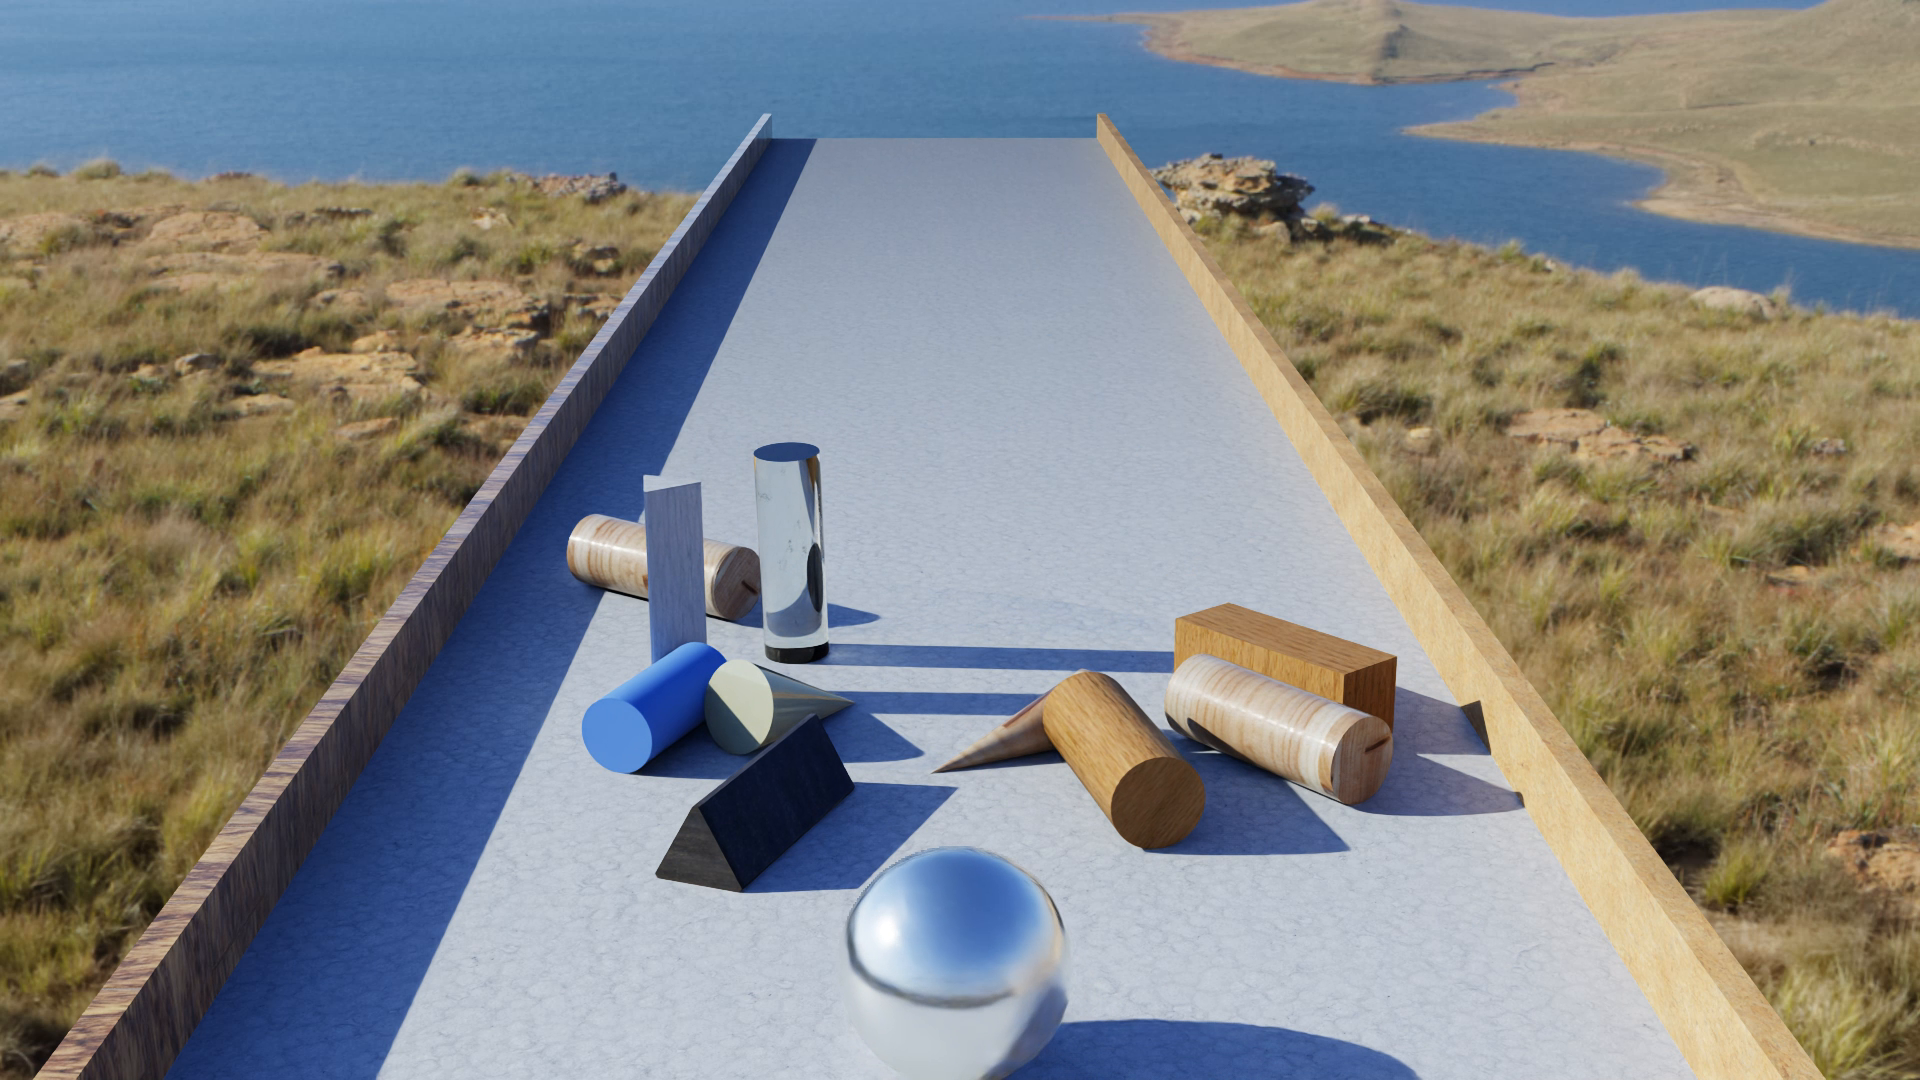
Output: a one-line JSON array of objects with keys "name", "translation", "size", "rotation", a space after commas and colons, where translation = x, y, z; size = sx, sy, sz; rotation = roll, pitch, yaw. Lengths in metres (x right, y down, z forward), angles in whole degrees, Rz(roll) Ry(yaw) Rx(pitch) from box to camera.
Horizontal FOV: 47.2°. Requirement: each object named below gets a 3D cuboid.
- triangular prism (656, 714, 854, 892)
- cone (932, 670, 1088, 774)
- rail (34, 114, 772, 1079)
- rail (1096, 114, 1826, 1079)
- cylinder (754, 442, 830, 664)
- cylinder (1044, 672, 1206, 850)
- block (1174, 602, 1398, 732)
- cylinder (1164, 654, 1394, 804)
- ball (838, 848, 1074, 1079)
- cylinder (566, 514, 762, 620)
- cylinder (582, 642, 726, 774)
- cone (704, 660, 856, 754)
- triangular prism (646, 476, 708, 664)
[{"name": "triangular prism", "translation": [-0.329, 0.415, 3.593], "size": [0.149, 0.129, 0.430], "rotation": [6, 18, 20]}, {"name": "cone", "translation": [0.095, 0.354, 3.920], "size": [0.348, 0.136, 0.136], "rotation": [-21, 24, -24]}, {"name": "rail", "translation": [-1.118, -0.838, 7.780], "size": [0.050, 0.150, 12.000], "rotation": [0, 17, -1]}, {"name": "rail", "translation": [0.932, -0.844, 7.801], "size": [0.050, 0.150, 12.000], "rotation": [0, 17, -1]}, {"name": "cylinder", "translation": [-0.335, 0.027, 4.382], "size": [0.130, 0.423, 0.130], "rotation": [-1, 20, 0]}, {"name": "cylinder", "translation": [0.271, 0.366, 3.718], "size": [0.160, 0.160, 0.409], "rotation": [-4, 17, -13]}, {"name": "block", "translation": [0.603, 0.252, 4.118], "size": [0.149, 0.149, 0.413], "rotation": [-14, 21, -39]}, {"name": "cylinder", "translation": [0.554, 0.327, 3.856], "size": [0.156, 0.156, 0.403], "rotation": [-13, 21, -36]}, {"name": "ball", "translation": [-0.005, 0.551, 2.839], "size": [0.305, 0.305, 0.305], "rotation": [0, 17, 0]}, {"name": "cylinder", "translation": [-0.642, 0.055, 4.766], "size": [0.434, 0.157, 0.157], "rotation": [12, 20, 35]}, {"name": "cylinder", "translation": [-0.542, 0.299, 3.976], "size": [0.140, 0.140, 0.316], "rotation": [6, 18, 20]}, {"name": "cone", "translation": [-0.297, 0.304, 4.060], "size": [0.170, 0.170, 0.322], "rotation": [13, 6, 38]}, {"name": "triangular prism", "translation": [-0.560, 0.094, 4.160], "size": [0.120, 0.427, 0.104], "rotation": [-13, 21, -36]}]
